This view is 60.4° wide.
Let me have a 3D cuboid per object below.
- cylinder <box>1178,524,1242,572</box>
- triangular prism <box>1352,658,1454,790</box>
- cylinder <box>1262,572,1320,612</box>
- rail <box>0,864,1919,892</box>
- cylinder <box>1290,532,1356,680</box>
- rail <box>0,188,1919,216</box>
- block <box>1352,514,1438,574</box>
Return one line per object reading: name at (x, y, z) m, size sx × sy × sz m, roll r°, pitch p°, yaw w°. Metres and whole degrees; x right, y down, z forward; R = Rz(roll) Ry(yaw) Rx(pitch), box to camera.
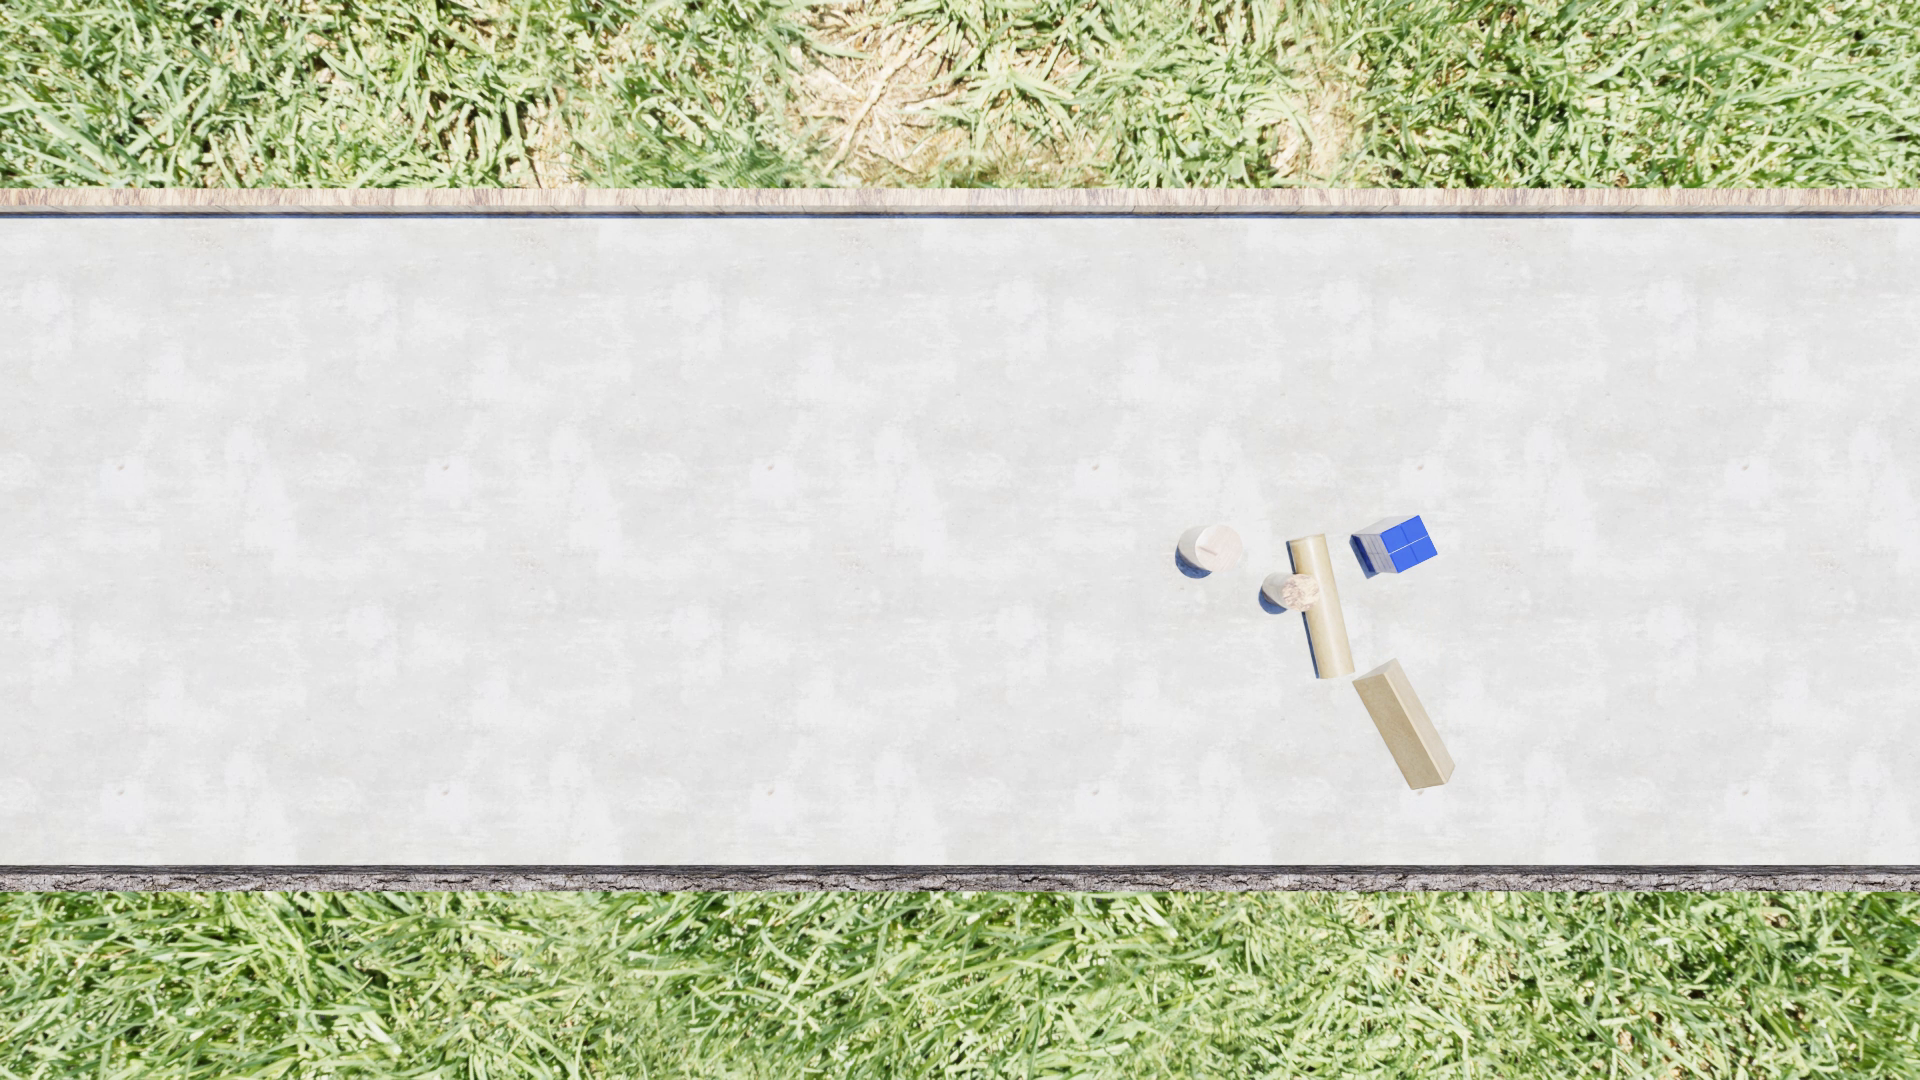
cylinder at (0.738, 0.024, 4.886) m, size 0.135 × 0.381 × 0.135 m, roll 0°, pitch 90°, yaw 0°
triangular prism at (1.365, 0.564, 5.007) m, size 0.151 × 0.131 × 0.381 m, roll -29°, pitch 90°, yaw 0°
cylinder at (0.980, 0.151, 4.905) m, size 0.107 × 0.342 × 0.107 m, roll 0°, pitch 90°, yaw 0°
rail at (-2.247, 1.025, 5.001) m, size 12.000 × 0.150 × 0.050 m, roll 0°, pitch 90°, yaw 0°
cylinder at (1.103, 0.201, 5.022) m, size 0.109 × 0.109 × 0.431 m, roll -13°, pitch 90°, yaw 0°
rail at (-2.247, -1.025, 5.002) m, size 12.000 × 0.150 × 0.050 m, roll 0°, pitch 90°, yaw 0°
block at (1.290, 0.012, 4.908) m, size 0.128 × 0.337 × 0.128 m, roll -26°, pitch 90°, yaw 0°
